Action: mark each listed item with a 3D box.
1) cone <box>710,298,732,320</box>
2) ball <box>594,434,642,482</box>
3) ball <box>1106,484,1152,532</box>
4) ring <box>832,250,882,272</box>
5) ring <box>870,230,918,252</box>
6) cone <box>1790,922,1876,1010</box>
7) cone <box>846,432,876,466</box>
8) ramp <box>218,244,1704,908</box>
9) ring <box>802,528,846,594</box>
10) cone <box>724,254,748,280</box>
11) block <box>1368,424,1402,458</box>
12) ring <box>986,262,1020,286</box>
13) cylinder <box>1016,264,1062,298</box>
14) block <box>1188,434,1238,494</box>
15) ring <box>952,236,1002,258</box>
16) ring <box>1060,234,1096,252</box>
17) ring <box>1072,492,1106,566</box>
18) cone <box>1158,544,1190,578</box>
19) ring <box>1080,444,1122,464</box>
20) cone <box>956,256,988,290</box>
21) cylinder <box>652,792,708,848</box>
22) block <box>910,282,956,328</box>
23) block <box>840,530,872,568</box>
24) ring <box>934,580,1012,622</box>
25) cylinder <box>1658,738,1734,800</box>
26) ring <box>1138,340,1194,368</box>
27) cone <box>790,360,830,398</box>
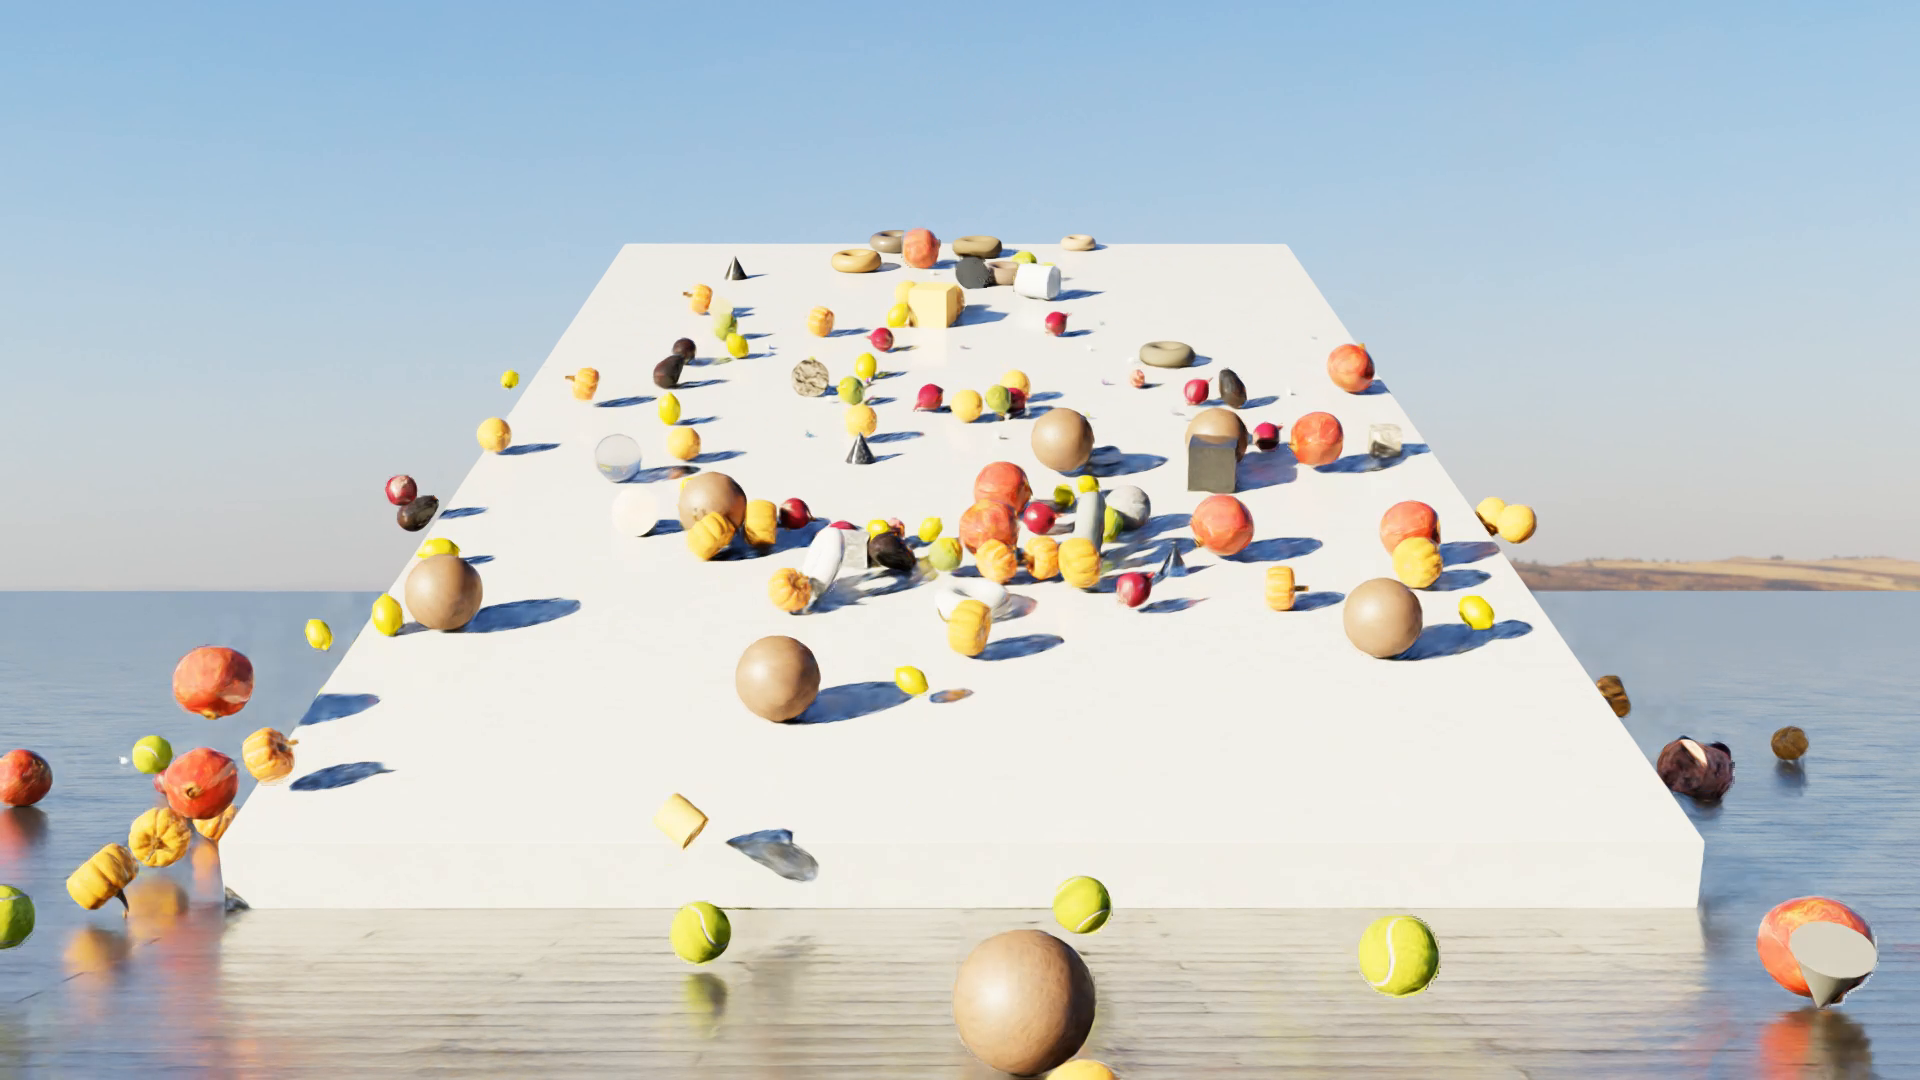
[{"bbox_3d":[-0.628,-0.600,5.908,0.060,0.060,0.060,0,-8,-6],"label":"cone"},{"bbox_3d":[-0.689,-0.165,4.539,0.097,0.097,0.097,0,-1,0],"label":"ball"},{"bbox_3d":[0.318,-0.061,4.252,0.088,0.088,0.088,0,-1,0],"label":"ball"},{"bbox_3d":[-0.297,-0.801,6.460,0.146,0.049,0.146,-1,19,0],"label":"ring"},{"bbox_3d":[-0.197,-0.891,6.721,0.148,0.049,0.148,-1,19,0],"label":"ring"},{"bbox_3d":[0.886,0.450,2.303,0.083,0.083,0.083,-2,32,1],"label":"cone"},{"bbox_3d":[-0.206,-0.195,4.674,0.066,0.066,0.066,0,19,0],"label":"cone"},{"bbox_3d":[-0.004,-0.197,4.936,2.000,0.100,4.000,0,19,0],"label":"ramp"},{"bbox_3d":[-0.237,0.037,3.915,0.041,0.124,0.124,21,-8,-18],"label":"ring"},{"bbox_3d":[-0.633,-0.771,6.341,0.067,0.067,0.067,0,19,0],"label":"cone"},{"bbox_3d":[0.892,-0.208,4.727,0.058,0.058,0.058,-1,19,-3],"label":"block"},{"bbox_3d":[0.125,-0.748,6.312,0.141,0.047,0.141,1,20,0],"label":"ring"},{"bbox_3d":[0.212,-0.701,6.103,0.093,0.093,0.093,3,1,28],"label":"cylinder"},{"bbox_3d":[0.507,-0.153,4.514,0.093,0.093,0.093,3,19,9],"label":"block"},{"bbox_3d":[0.051,-0.865,6.648,0.148,0.049,0.148,-1,19,0],"label":"ring"},{"bbox_3d":[0.354,-0.890,6.741,0.106,0.035,0.106,-1,19,0],"label":"ring"},{"bbox_3d":[0.233,-0.020,4.059,0.046,0.139,0.139,7,0,8],"label":"ring"},{"bbox_3d":[0.384,0.033,4.029,0.055,0.055,0.055,0,19,0],"label":"cone"},{"bbox_3d":[0.293,-0.178,4.685,0.086,0.029,0.086,-1,19,0],"label":"ring"},{"bbox_3d":[0.026,-0.732,6.271,0.093,0.093,0.093,0,-8,-8],"label":"cone"},{"bbox_3d":[-0.366,0.367,2.948,0.052,0.052,0.052,38,6,10],"label":"cylinder"},{"bbox_3d":[-0.069,-0.608,5.827,0.097,0.097,0.097,6,20,15],"label":"block"},{"bbox_3d":[-0.190,0.017,4.076,0.054,0.054,0.054,2,19,5],"label":"block"},{"bbox_3d":[0.022,0.103,3.844,0.131,0.044,0.131,-1,20,0],"label":"ring"},{"bbox_3d":[1.176,0.367,3.603,0.085,0.085,0.085,17,-12,-40],"label":"cylinder"},{"bbox_3d":[0.500,-0.450,5.450,0.135,0.045,0.135,0,18,0],"label":"ring"},{"bbox_3d":[-0.341,-0.364,5.203,0.090,0.090,0.090,0,-8,3],"label":"cone"}]
